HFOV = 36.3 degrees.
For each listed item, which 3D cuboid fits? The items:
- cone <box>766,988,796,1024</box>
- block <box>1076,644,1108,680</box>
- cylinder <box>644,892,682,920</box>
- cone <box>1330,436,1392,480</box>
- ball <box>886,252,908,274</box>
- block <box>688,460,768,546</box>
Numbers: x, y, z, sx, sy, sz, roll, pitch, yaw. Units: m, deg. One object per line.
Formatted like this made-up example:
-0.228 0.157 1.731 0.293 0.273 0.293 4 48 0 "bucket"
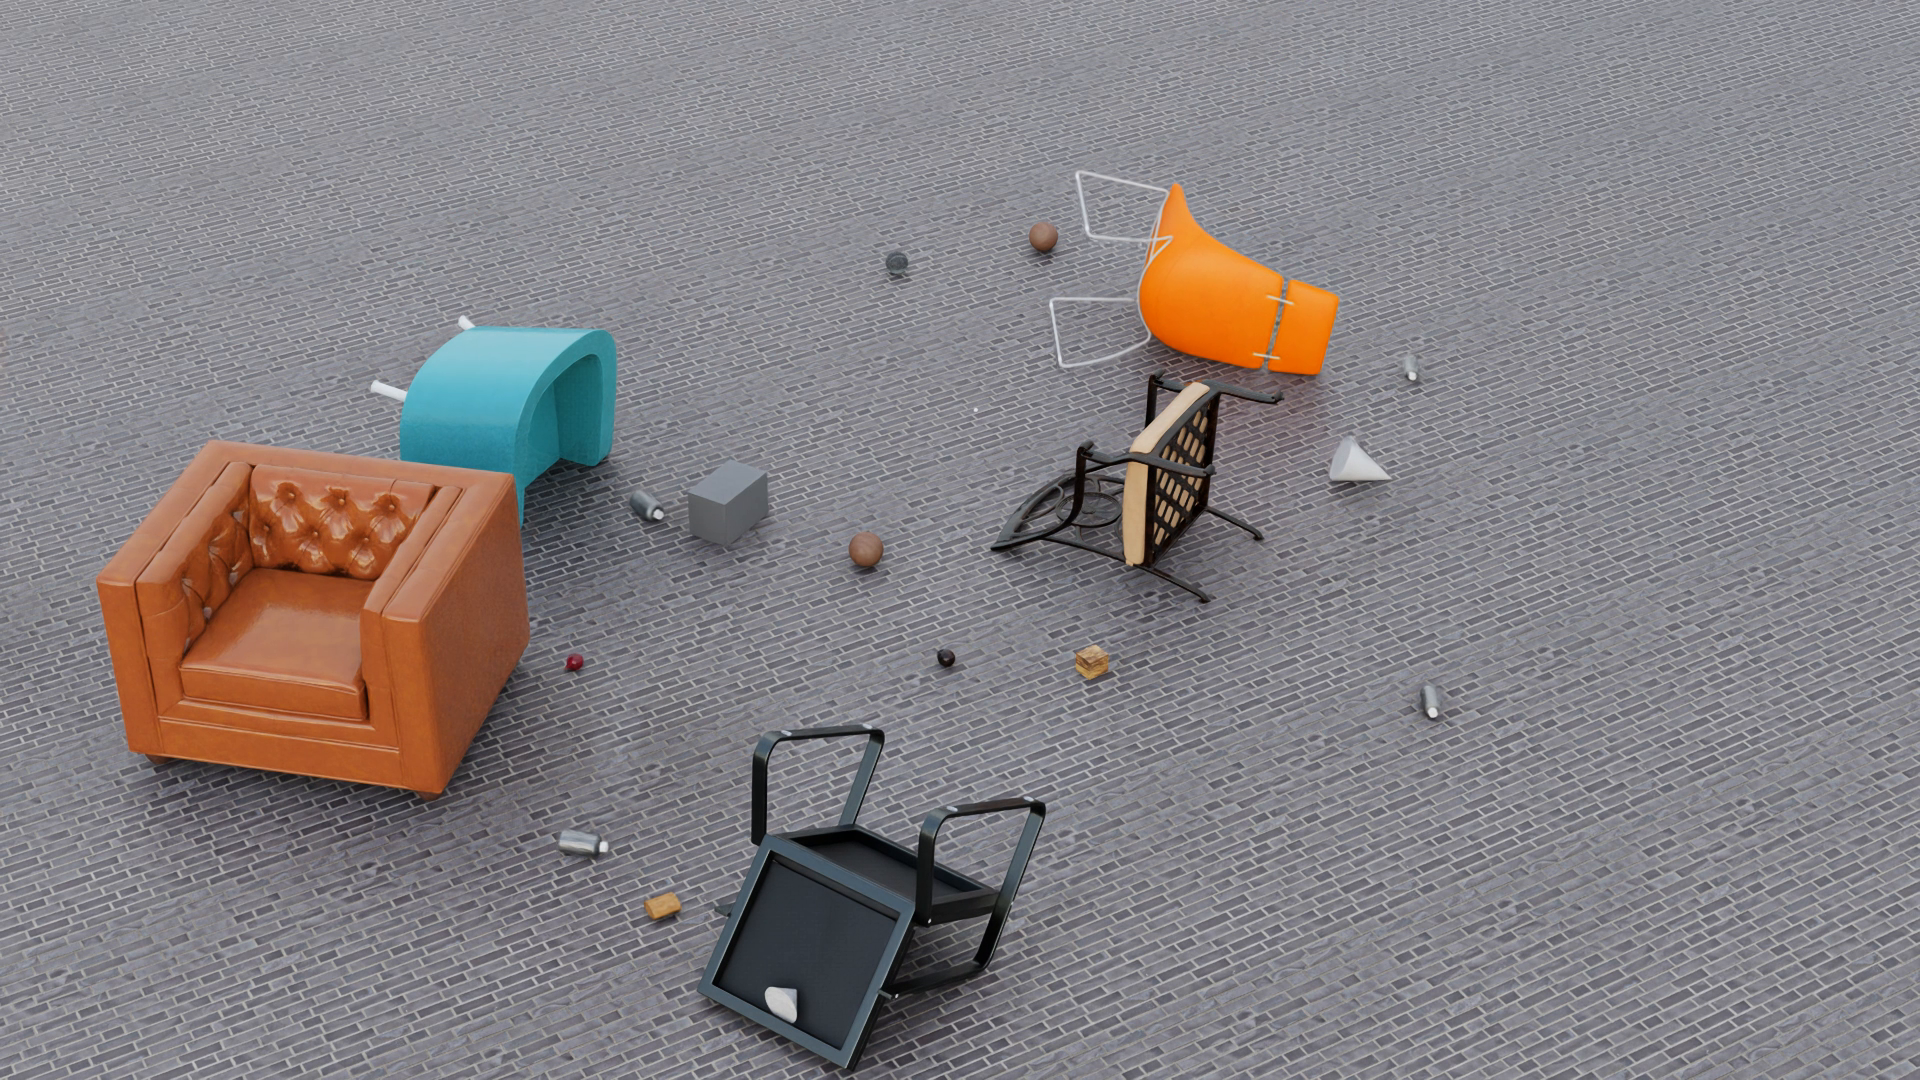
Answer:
-0.507 1.354 8.684 0.119 0.140 0.076 22 46 28 "cone"
0.461 0.426 10.232 0.085 0.073 0.076 -22 40 -30 "block"
-0.930 1.144 9.169 0.093 0.043 0.082 -18 39 -25 "cylinder"
1.565 -0.276 11.284 0.223 0.180 0.211 22 6 -9 "cone"
-0.274 -1.200 12.676 0.098 0.098 0.098 0 33 0 "ball"
-0.868 -0.140 10.988 0.170 0.185 0.271 19 38 26 "block"
